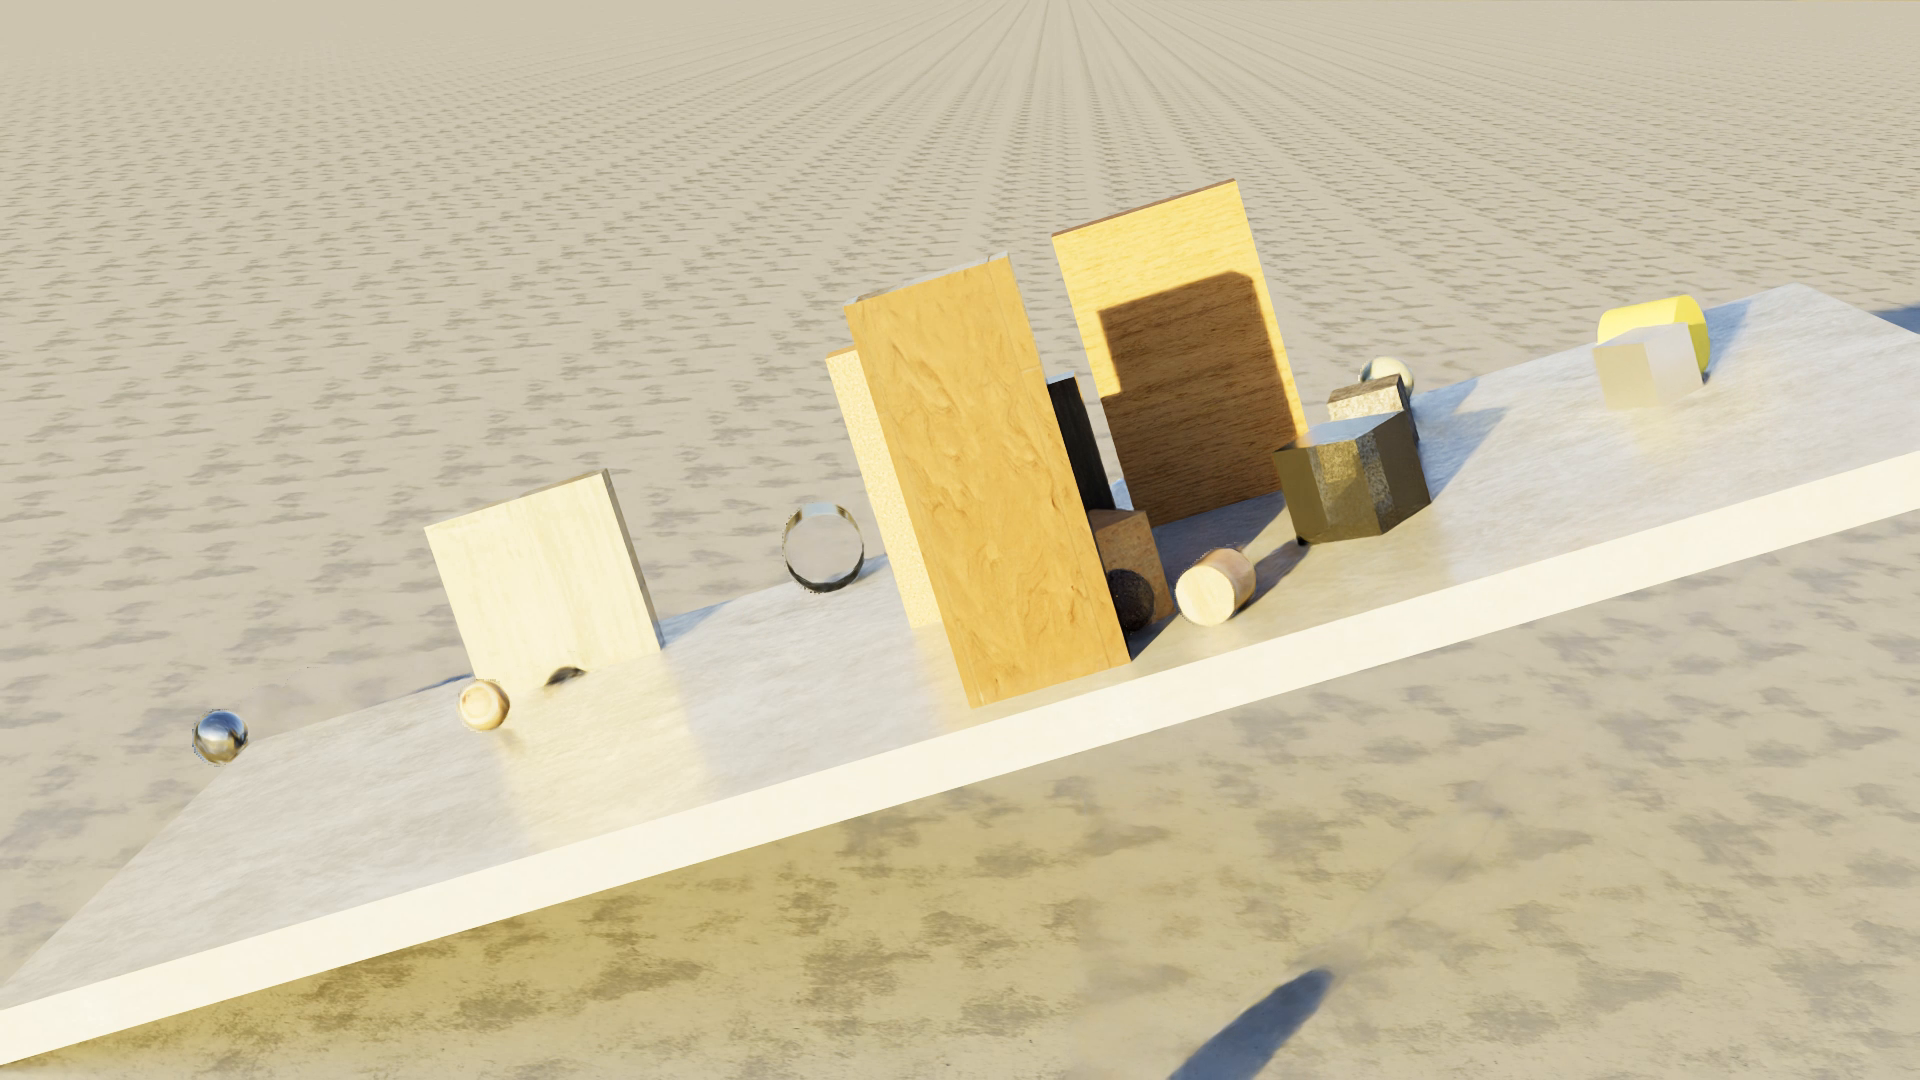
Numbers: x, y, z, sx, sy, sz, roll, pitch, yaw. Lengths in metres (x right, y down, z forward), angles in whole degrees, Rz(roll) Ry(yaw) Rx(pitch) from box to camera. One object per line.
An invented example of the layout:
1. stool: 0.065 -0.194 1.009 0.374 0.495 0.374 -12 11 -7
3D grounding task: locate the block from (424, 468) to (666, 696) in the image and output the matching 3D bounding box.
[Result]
1. block: -0.985 0.108 6.996 0.442 0.445 0.090 -17 10 5

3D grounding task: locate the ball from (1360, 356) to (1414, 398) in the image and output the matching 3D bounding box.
1. ball: 1.031 -0.379 7.099 0.131 0.131 0.131 0 11 0

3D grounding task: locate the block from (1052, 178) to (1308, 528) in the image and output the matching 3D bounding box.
1. block: 0.506 -0.412 6.568 0.423 0.689 0.096 -17 10 5

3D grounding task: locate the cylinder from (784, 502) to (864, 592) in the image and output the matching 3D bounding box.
1. cylinder: -0.330 0.017 7.104 0.190 0.190 0.190 -1 9 -4

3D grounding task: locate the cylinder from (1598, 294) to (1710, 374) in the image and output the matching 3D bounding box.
1. cylinder: 1.517 -0.432 6.430 0.178 0.178 0.178 -10 3 37

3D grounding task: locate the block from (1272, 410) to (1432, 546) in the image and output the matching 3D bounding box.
1. block: 0.792 -0.125 5.942 0.201 0.201 0.201 -8 14 42

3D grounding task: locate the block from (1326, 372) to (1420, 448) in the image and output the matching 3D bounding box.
1. block: 0.925 -0.265 6.583 0.159 0.159 0.159 -15 10 15

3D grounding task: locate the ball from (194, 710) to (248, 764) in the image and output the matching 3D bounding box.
1. ball: -1.892 0.505 7.534 0.137 0.137 0.137 0 11 0

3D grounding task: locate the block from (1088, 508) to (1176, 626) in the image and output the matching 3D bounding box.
1. block: 0.254 0.075 5.750 0.210 0.210 0.210 -22 11 -24

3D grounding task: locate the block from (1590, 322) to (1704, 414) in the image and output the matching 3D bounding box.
1. block: 1.463 -0.367 6.263 0.146 0.146 0.146 -24 12 -34

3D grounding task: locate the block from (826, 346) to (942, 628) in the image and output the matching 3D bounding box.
1. block: -0.016 -0.159 6.314 0.372 0.611 0.109 -17 10 5

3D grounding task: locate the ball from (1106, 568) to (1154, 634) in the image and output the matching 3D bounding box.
1. ball: 0.308 0.117 5.591 0.126 0.126 0.126 0 11 0

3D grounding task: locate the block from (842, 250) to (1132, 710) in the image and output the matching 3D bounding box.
1. block: 0.054 -0.109 5.434 0.310 0.785 0.113 -17 10 5

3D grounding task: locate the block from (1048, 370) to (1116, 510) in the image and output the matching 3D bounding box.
1. block: 0.111 -0.054 5.930 0.393 0.475 0.093 -17 10 5

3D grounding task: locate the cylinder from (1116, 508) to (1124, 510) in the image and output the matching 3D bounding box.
1. cylinder: 0.273 0.028 6.102 0.164 0.164 0.164 -11 4 32

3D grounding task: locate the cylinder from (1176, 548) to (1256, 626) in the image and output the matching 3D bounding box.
1. cylinder: 0.485 0.088 5.553 0.117 0.117 0.117 5 19 25

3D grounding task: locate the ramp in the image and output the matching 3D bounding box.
1. ramp: 0.096 0.185 6.315 4.000 0.100 2.000 -17 10 5

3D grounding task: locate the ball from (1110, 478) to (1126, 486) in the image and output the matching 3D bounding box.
1. ball: 0.451 -0.065 7.540 0.202 0.202 0.202 0 11 0

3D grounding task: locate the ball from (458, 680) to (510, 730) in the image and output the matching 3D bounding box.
1. ball: -1.079 0.375 6.668 0.114 0.114 0.114 0 11 0
